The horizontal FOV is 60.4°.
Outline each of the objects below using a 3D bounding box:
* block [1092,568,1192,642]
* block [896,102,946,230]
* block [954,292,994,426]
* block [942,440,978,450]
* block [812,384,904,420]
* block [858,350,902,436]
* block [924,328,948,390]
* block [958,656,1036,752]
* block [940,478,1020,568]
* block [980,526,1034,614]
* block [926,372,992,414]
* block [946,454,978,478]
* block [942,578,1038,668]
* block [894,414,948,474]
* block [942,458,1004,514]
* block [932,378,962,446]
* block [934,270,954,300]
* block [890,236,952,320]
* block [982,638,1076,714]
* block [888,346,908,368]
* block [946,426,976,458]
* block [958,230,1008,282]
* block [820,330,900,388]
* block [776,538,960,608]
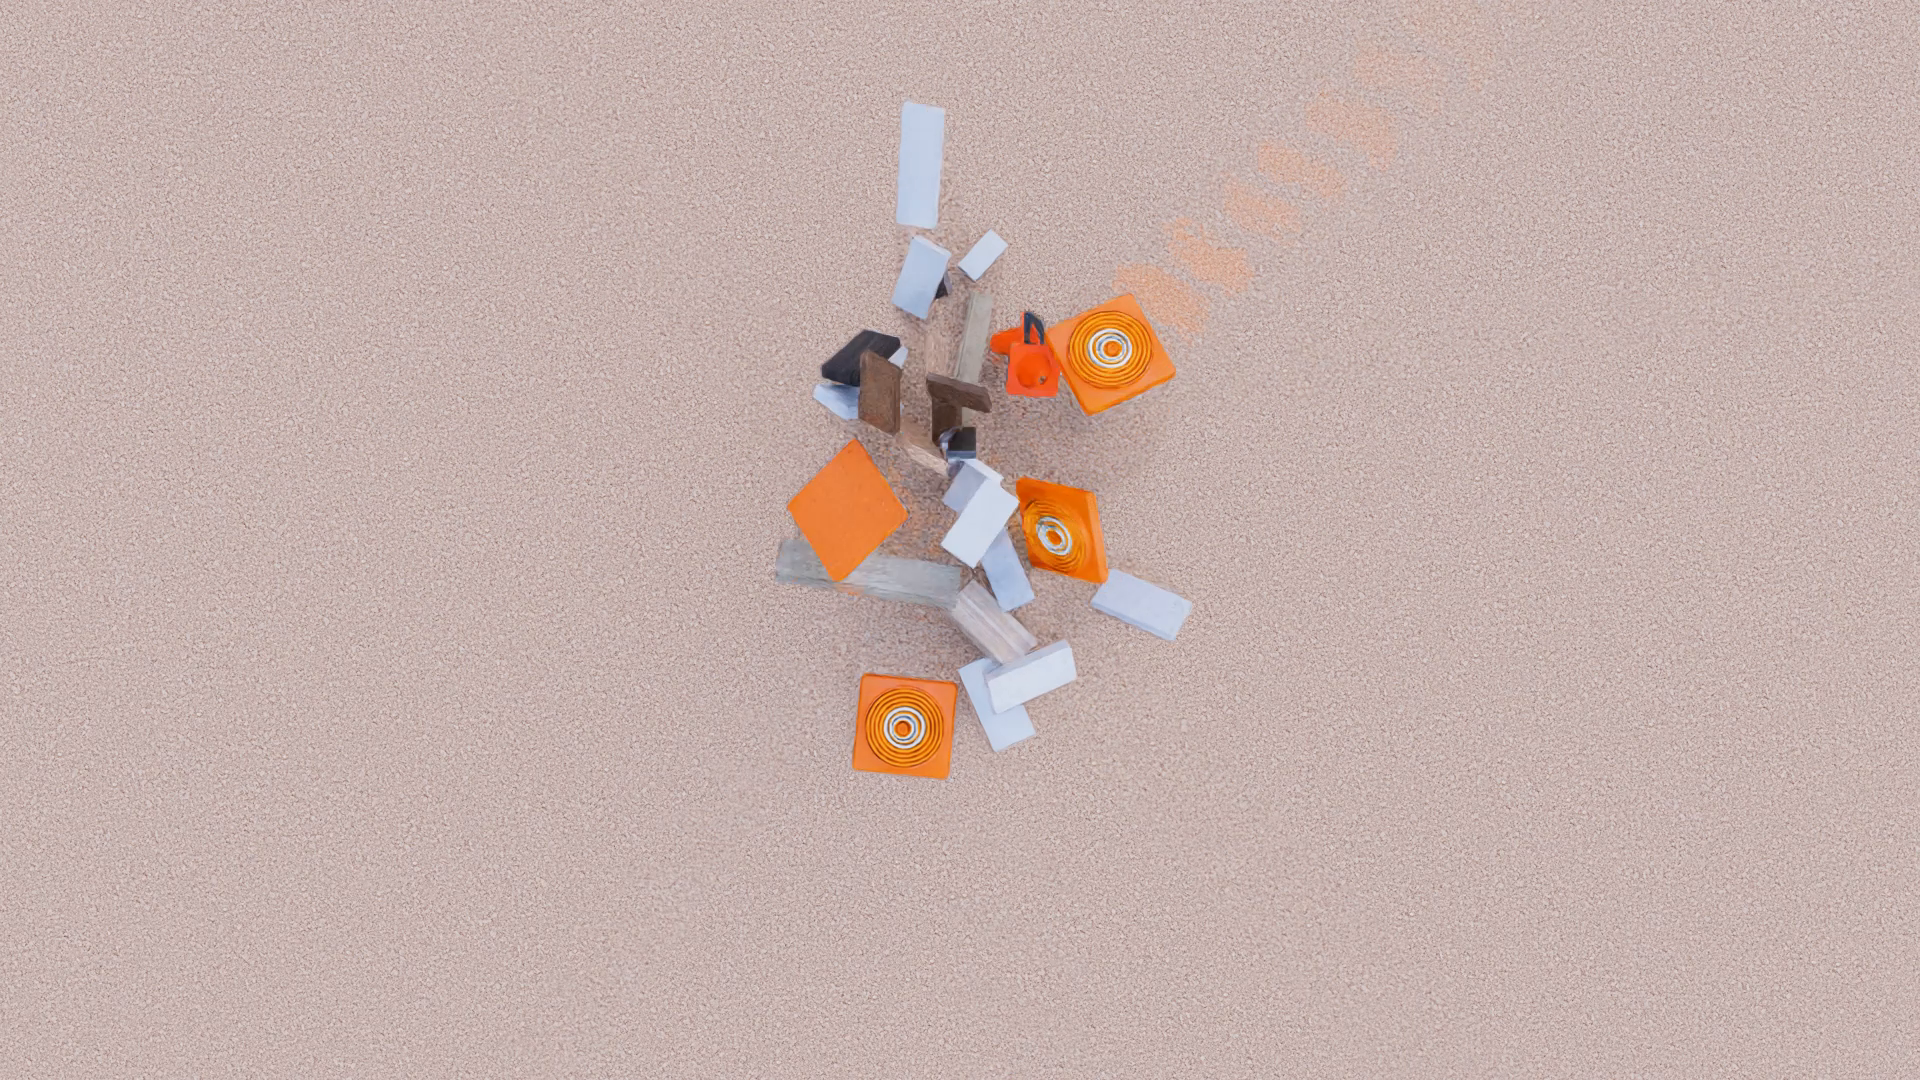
[{"bbox_3d":[0.595,0.210,5.399,0.287,0.041,0.144,24,62,21],"label":"block"},{"bbox_3d":[-0.125,-1.178,5.206,0.126,0.036,0.398,14,129,11],"label":"block"},{"bbox_3d":[0.029,-0.583,5.489,0.081,0.023,0.479,11,90,0],"label":"block"},{"bbox_3d":[0.001,-0.309,5.403,0.090,0.180,0.026,11,99,9],"label":"block"},{"bbox_3d":[-0.319,-0.440,5.214,0.144,0.287,0.041,36,114,27],"label":"block"},{"bbox_3d":[-0.244,-0.452,5.051,0.132,0.264,0.037,28,133,-31],"label":"block"},{"bbox_3d":[-0.077,-0.573,5.360,0.028,0.100,0.200,-7,72,24],"label":"block"},{"bbox_3d":[0.122,0.534,5.479,0.149,0.042,0.299,-24,90,0],"label":"block"},{"bbox_3d":[0.062,-0.053,5.211,0.129,0.037,0.258,35,85,-5],"label":"block"},{"bbox_3d":[0.144,0.098,5.422,0.037,0.129,0.258,-16,80,-44],"label":"block"},{"bbox_3d":[-0.004,-0.454,5.080,0.200,0.100,0.028,18,66,20],"label":"block"},{"bbox_3d":[0.005,-0.244,5.410,0.090,0.180,0.026,7,74,0],"label":"block"},{"bbox_3d":[0.098,0.285,5.443,0.299,0.042,0.149,44,64,-1],"label":"block"},{"bbox_3d":[-0.149,-0.321,5.261,0.144,0.333,0.041,27,104,-28],"label":"block"},{"bbox_3d":[0.039,-0.164,5.382,0.129,0.258,0.037,34,56,0],"label":"block"},{"bbox_3d":[-0.042,-0.415,5.355,0.100,0.289,0.028,-30,121,21],"label":"block"},{"bbox_3d":[-0.073,-0.878,5.415,0.023,0.081,0.162,-19,96,-31],"label":"block"},{"bbox_3d":[-0.129,-0.857,5.390,0.126,0.036,0.252,29,128,6],"label":"block"},{"bbox_3d":[0.231,0.447,5.404,0.299,0.042,0.149,-23,129,-11],"label":"block"},{"bbox_3d":[-0.250,-0.576,5.335,0.126,0.252,0.036,21,120,-3],"label":"block"},{"bbox_3d":[0.006,-0.314,5.278,0.090,0.180,0.026,3,119,1],"label":"block"},{"bbox_3d":[0.076,-0.947,5.489,0.081,0.023,0.162,42,90,0],"label":"block"},{"bbox_3d":[-0.312,-0.576,5.215,0.132,0.264,0.037,17,131,23],"label":"block"},{"bbox_3d":[-0.294,0.109,5.353,0.591,0.037,0.132,10,67,-10],"label":"block"}]
